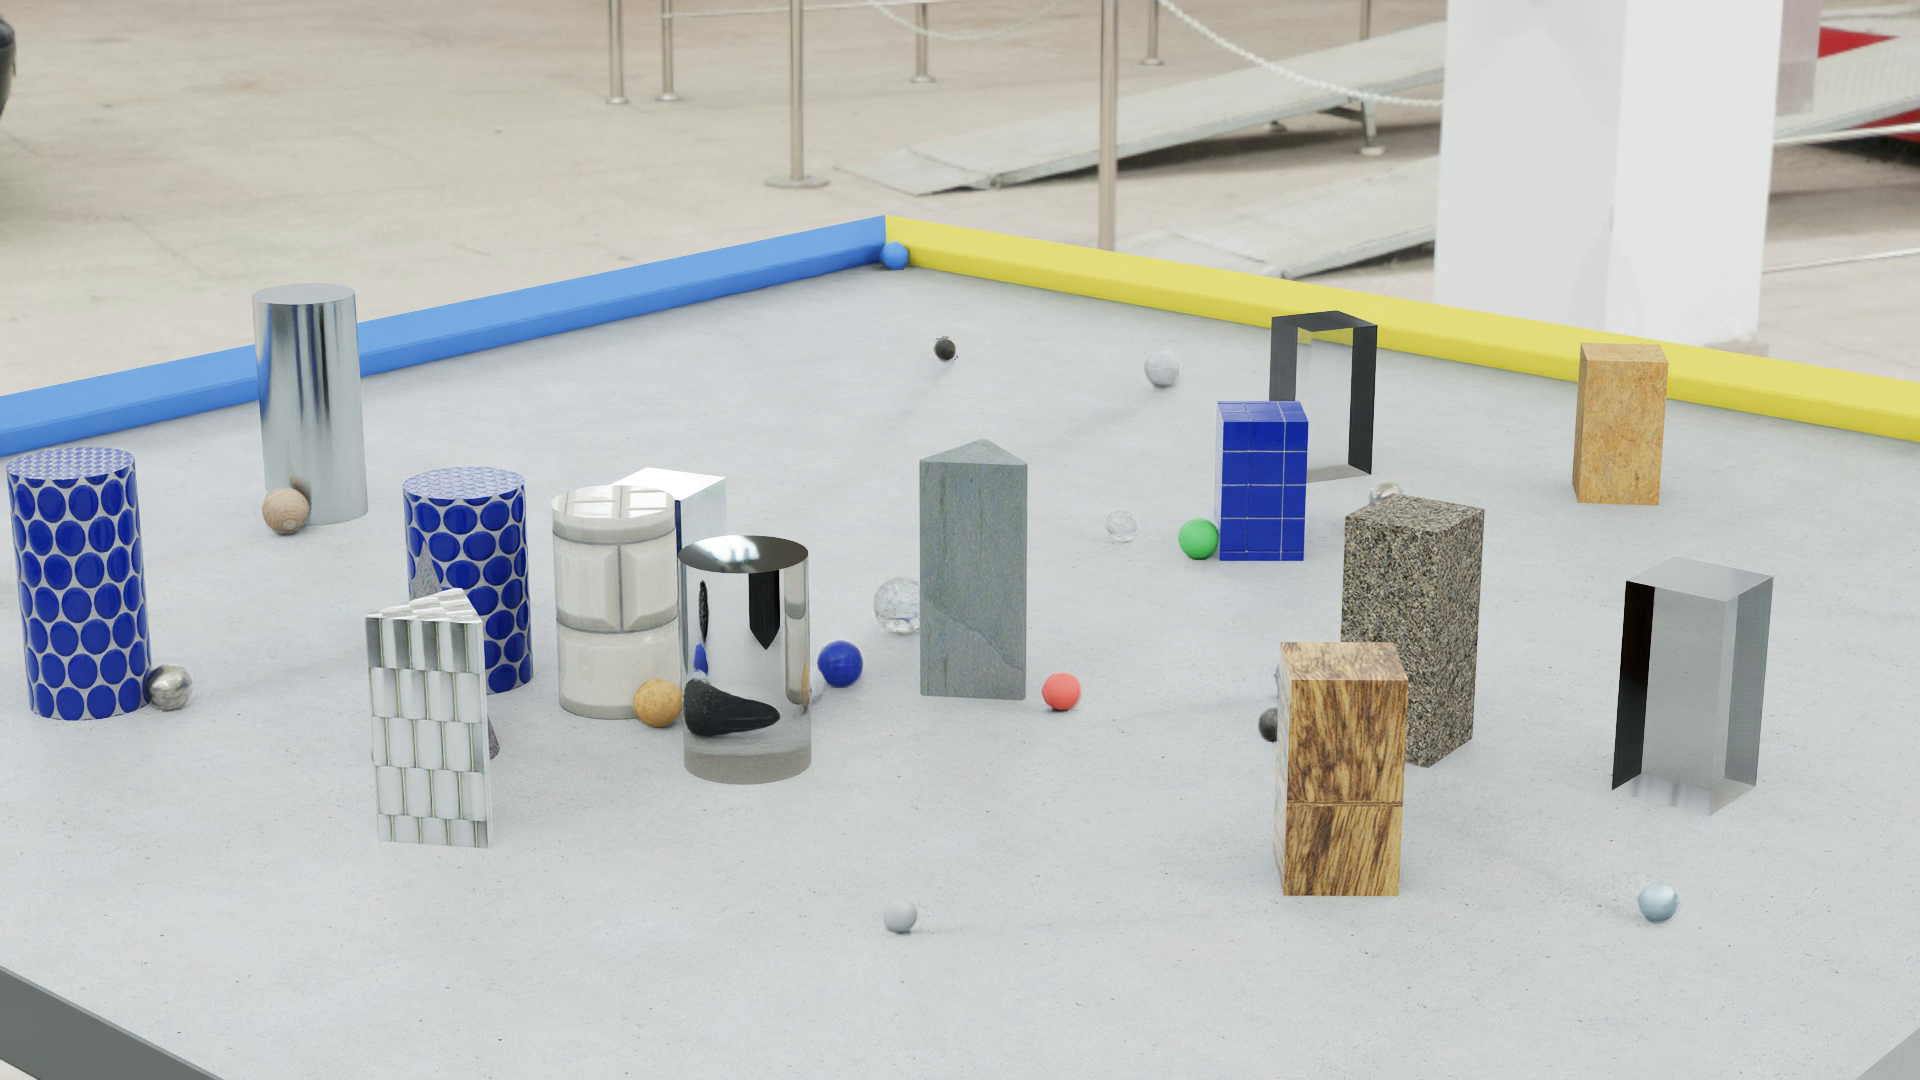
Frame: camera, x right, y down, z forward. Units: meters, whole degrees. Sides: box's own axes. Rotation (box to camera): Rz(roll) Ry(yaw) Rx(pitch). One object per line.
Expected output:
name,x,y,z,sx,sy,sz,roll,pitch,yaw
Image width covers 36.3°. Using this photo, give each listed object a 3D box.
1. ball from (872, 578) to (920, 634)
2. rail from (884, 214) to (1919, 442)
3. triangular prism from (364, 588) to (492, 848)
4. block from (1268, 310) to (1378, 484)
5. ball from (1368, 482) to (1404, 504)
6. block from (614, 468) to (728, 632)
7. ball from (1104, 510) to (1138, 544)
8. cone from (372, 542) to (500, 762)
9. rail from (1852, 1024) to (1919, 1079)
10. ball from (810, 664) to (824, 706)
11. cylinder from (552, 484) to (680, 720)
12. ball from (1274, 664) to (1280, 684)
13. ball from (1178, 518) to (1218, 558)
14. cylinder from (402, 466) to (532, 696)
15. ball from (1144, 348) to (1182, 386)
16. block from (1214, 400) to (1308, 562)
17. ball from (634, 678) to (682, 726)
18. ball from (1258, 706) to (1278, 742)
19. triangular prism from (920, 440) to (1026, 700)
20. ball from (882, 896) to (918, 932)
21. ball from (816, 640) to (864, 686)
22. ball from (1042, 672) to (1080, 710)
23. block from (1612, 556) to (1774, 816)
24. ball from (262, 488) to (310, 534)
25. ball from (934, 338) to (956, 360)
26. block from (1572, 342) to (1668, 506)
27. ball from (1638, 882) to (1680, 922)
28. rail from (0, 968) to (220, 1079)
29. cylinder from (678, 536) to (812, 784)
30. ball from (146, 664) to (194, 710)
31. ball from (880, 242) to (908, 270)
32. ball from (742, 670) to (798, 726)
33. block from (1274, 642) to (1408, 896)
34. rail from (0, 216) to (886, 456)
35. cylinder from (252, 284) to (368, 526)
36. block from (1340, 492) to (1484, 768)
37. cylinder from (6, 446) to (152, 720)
ball,-0.099,0.110,4.910,0.095,0.095,0.095,0,17,0
rail,1.352,-0.419,6.611,4.156,0.123,0.045,14,22,39
triangular prism,-0.713,0.243,4.071,0.165,0.326,0.143,3,17,10
block,0.723,-0.288,5.863,0.152,0.307,0.152,-8,18,-24
ball,0.809,-0.073,5.559,0.072,0.072,0.072,0,17,0
block,-0.496,0.023,4.941,0.152,0.245,0.152,8,18,24
ball,0.298,-0.024,5.417,0.060,0.060,0.060,0,17,0
cone,-0.785,0.158,4.342,0.190,0.332,0.190,0,17,0
rail,1.551,0.420,3.831,0.045,0.123,4.170,14,22,39
ball,-0.245,0.226,4.574,0.069,0.069,0.069,0,17,0
cylinder,-0.534,0.095,4.565,0.190,0.323,0.190,0,17,0
ball,0.525,0.214,4.636,0.055,0.055,0.055,0,17,0
ball,0.433,-0.004,5.325,0.074,0.074,0.074,0,17,0
cylinder,-0.782,0.065,4.666,0.190,0.324,0.190,0,17,0
ball,0.454,-0.387,6.573,0.086,0.086,0.086,0,17,0
block,0.547,-0.109,5.349,0.152,0.260,0.152,0,17,0
ball,-0.462,0.248,4.489,0.075,0.075,0.075,0,17,0
ball,0.477,0.278,4.428,0.053,0.053,0.053,0,17,0
triangular prism,0.029,0.044,4.632,0.165,0.383,0.143,2,17,7
ball,-0.077,0.481,3.771,0.044,0.044,0.044,0,17,0
ball,-0.191,0.196,4.664,0.074,0.074,0.074,0,17,0
ball,0.157,0.235,4.560,0.059,0.059,0.059,0,17,0
block,1.049,0.207,4.202,0.152,0.319,0.152,14,21,38
ball,-1.258,-0.055,5.473,0.087,0.087,0.087,0,17,0
ball,-0.034,-0.443,6.818,0.051,0.051,0.051,0,17,0
block,1.282,-0.227,5.700,0.152,0.283,0.152,2,17,7
ball,0.905,0.469,3.799,0.052,0.052,0.052,0,17,0
rail,-1.352,0.481,3.630,4.156,0.123,0.045,14,22,39
cylinder,-0.315,0.174,4.306,0.190,0.322,0.190,0,17,0
ball,-1.230,0.228,4.561,0.072,0.072,0.072,0,17,0
ball,-0.176,-0.758,7.821,0.074,0.074,0.074,0,17,0
ball,-0.291,0.243,4.487,0.087,0.087,0.087,0,17,0
block,0.505,0.304,3.909,0.152,0.303,0.152,0,17,1
rail,-1.551,-0.359,6.410,0.045,0.123,4.170,14,22,39
cylinder,-1.230,-0.258,5.556,0.190,0.426,0.190,0,17,0
block,0.671,0.133,4.374,0.152,0.362,0.152,11,20,33
cylinder,-1.364,0.066,4.553,0.190,0.386,0.190,0,17,0
